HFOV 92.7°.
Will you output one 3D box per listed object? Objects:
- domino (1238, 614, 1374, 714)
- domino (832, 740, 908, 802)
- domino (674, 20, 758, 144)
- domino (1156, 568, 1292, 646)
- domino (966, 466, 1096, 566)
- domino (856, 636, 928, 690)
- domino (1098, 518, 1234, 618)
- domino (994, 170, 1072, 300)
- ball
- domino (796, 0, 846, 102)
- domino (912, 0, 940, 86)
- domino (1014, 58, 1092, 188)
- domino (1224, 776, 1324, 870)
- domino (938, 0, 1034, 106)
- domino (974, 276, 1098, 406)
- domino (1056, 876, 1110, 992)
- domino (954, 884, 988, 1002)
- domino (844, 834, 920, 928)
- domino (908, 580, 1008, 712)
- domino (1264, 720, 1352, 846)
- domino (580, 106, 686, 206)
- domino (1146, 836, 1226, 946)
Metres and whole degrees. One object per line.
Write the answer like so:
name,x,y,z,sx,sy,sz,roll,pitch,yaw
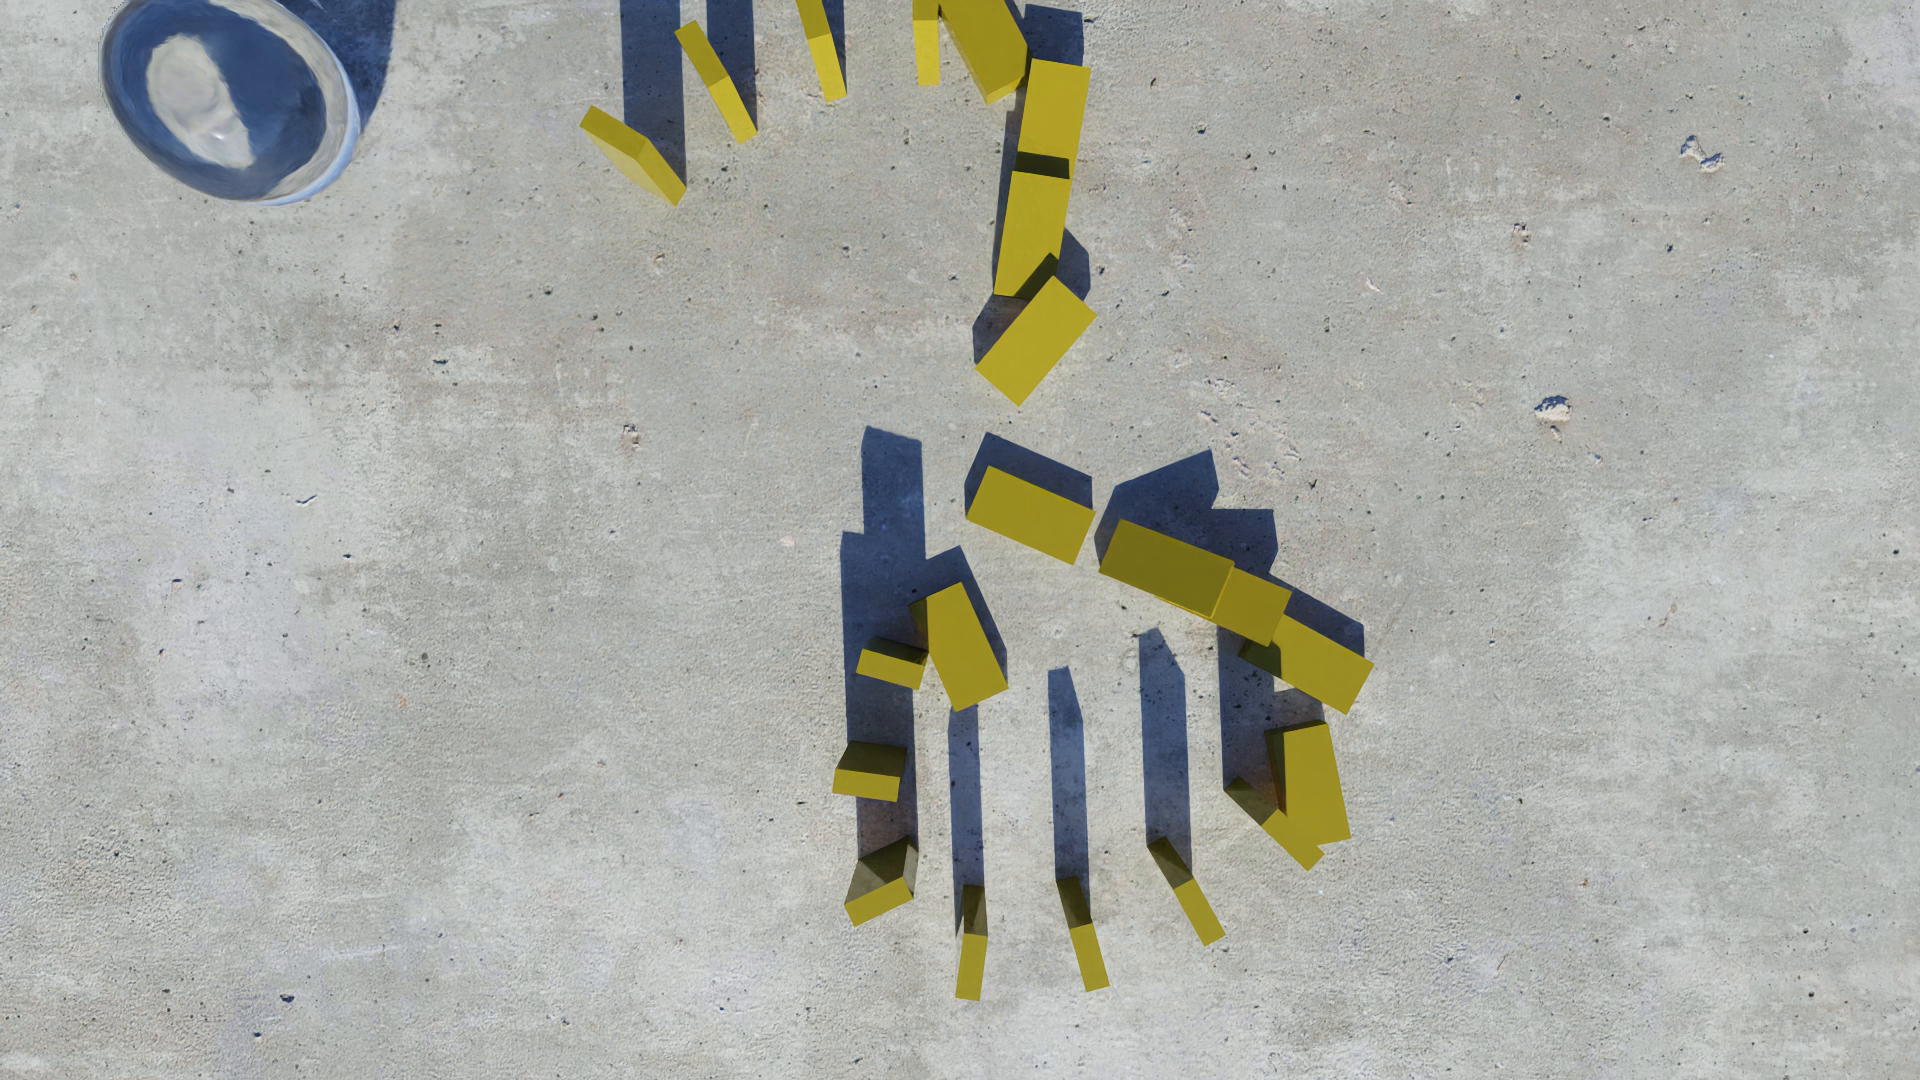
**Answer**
domino,0.149,0.052,0.395,0.050,0.009,0.025,29,90,0
domino,-0.036,0.094,0.375,0.025,0.050,0.009,8,90,0
domino,-0.099,-0.186,0.375,0.009,0.050,0.025,-31,90,0
domino,0.112,0.023,0.390,0.050,0.010,0.025,24,90,12
domino,0.030,-0.010,0.395,0.050,0.009,0.025,23,90,0
domino,-0.027,0.049,0.375,0.025,0.050,0.009,16,90,0
domino,0.087,0.012,0.386,0.050,0.010,0.025,23,89,21
domino,0.031,-0.128,0.390,0.025,0.009,0.050,9,102,0
ball,-0.283,-0.173,0.360,0.080,0.080,0.080,0,90,0
domino,-0.057,-0.204,0.375,0.010,0.050,0.025,-17,90,0
domino,-0.013,-0.211,0.375,0.009,0.050,0.025,-1,90,0
domino,0.039,-0.175,0.390,0.025,0.009,0.050,9,102,0
domino,0.127,0.115,0.375,0.025,0.050,0.009,44,90,0
domino,0.011,-0.218,0.395,0.025,0.009,0.050,-28,90,0
domino,0.032,-0.084,0.390,0.025,0.010,0.050,40,100,-6
domino,0.050,0.160,0.375,0.010,0.050,0.025,-15,90,0
domino,0.004,0.163,0.375,0.009,0.050,0.025,8,90,0
domino,-0.031,0.138,0.375,0.025,0.050,0.010,-26,90,0
domino,-0.001,0.046,0.395,0.025,0.009,0.050,-24,90,0
domino,0.150,0.105,0.395,0.025,0.009,0.050,-11,90,0
domino,-0.132,-0.156,0.375,0.025,0.050,0.009,31,90,0
domino,0.092,0.142,0.375,0.009,0.050,0.025,-29,90,0
